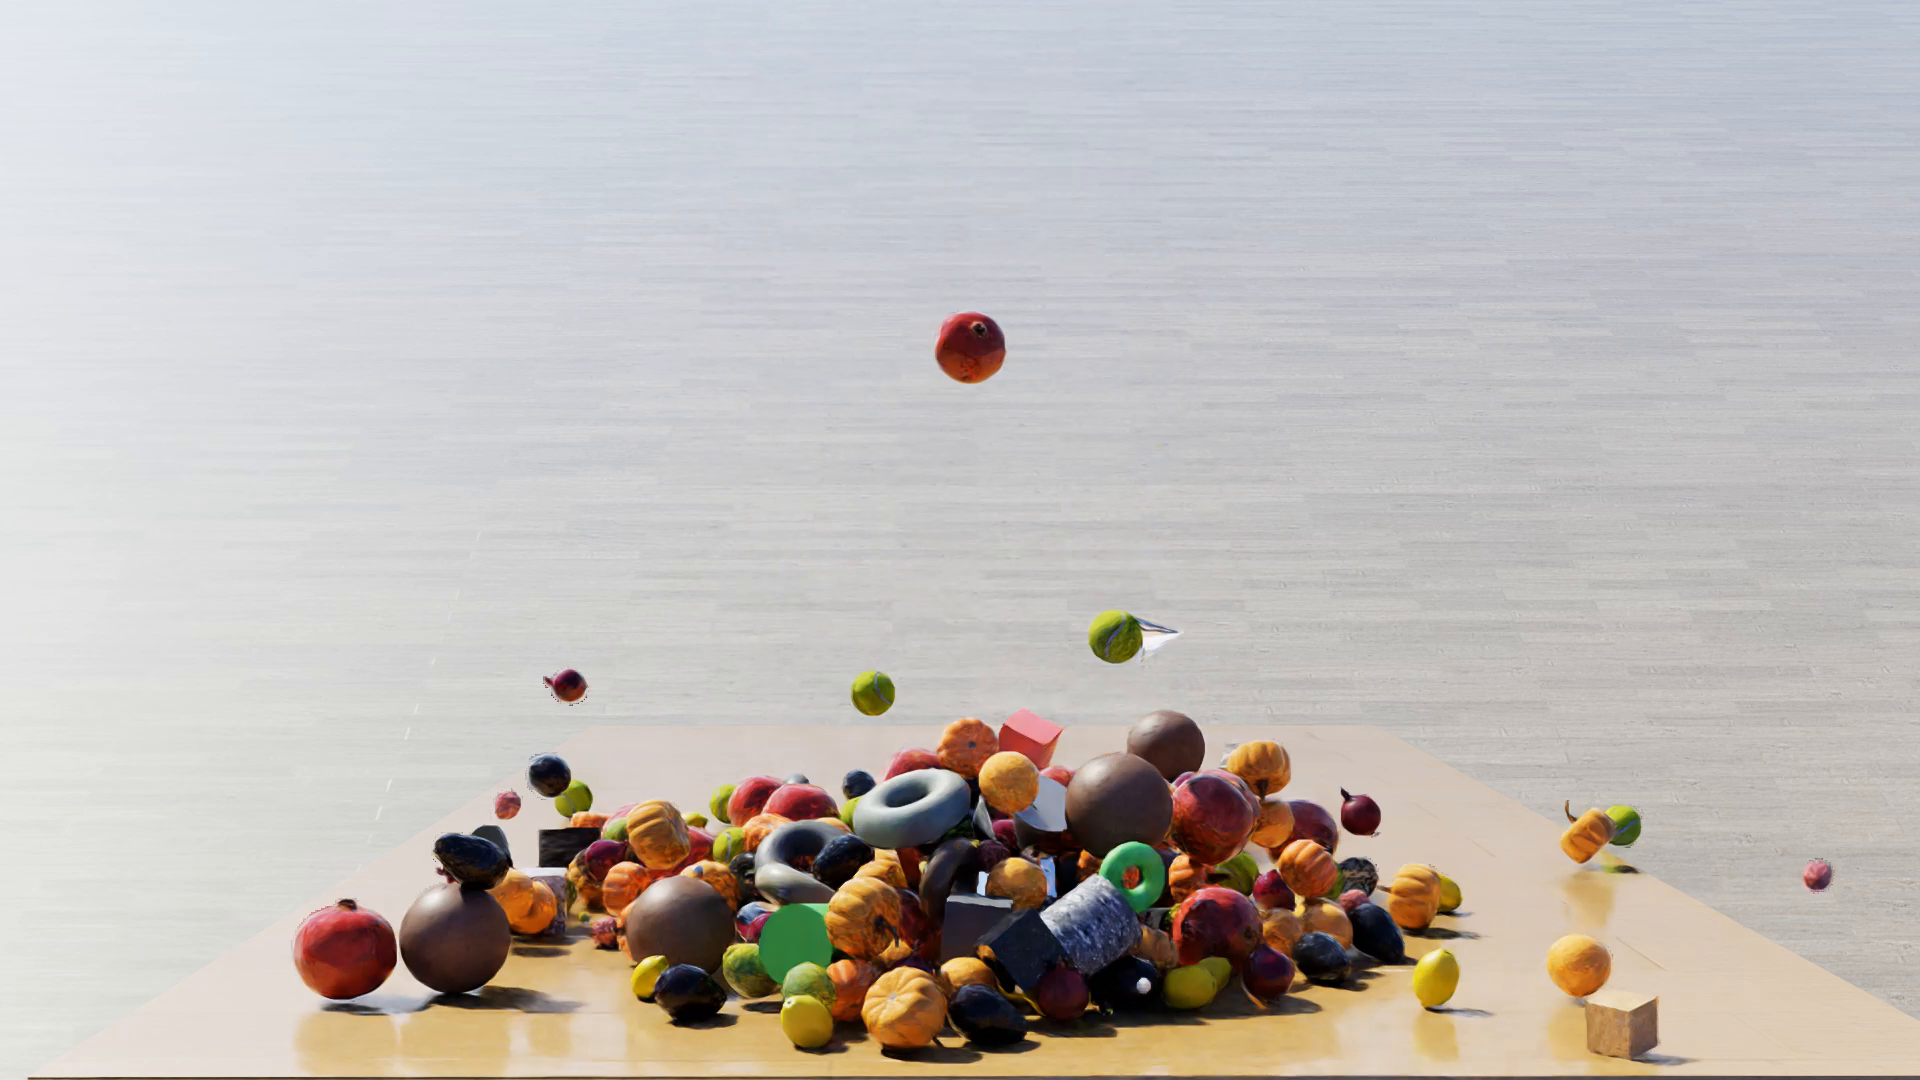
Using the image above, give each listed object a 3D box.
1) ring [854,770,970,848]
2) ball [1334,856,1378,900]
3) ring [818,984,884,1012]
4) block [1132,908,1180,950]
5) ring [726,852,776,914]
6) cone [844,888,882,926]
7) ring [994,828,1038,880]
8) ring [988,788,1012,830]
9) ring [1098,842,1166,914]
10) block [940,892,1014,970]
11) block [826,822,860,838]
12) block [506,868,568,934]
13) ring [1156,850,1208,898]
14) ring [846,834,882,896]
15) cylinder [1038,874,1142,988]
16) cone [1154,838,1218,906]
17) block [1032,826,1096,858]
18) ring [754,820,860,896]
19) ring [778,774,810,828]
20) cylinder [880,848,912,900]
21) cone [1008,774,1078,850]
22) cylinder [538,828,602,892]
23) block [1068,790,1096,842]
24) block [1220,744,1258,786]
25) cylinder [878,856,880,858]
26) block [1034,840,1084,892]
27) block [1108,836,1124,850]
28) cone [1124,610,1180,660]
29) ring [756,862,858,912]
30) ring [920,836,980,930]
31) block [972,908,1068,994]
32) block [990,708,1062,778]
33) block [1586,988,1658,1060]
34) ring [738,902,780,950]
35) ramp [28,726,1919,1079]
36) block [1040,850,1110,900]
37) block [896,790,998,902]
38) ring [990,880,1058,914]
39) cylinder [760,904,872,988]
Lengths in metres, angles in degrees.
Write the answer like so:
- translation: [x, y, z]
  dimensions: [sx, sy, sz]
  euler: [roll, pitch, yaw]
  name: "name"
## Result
- translation: [-0.058, 0.323, 3.103]
  dimensions: [0.147, 0.049, 0.147]
  euler: [-16, 18, 5]
  name: "ring"
- translation: [0.573, 0.489, 3.730]
  dimensions: [0.062, 0.062, 0.062]
  euler: [0, 27, 0]
  name: "ball"
- translation: [-0.124, 0.519, 2.925]
  dimensions: [0.077, 0.026, 0.077]
  euler: [3, -4, 0]
  name: "ring"
- translation: [0.249, 0.497, 3.299]
  dimensions: [0.052, 0.052, 0.052]
  euler: [2, -6, -9]
  name: "block"
- translation: [-0.273, 0.472, 3.484]
  dimensions: [0.109, 0.109, 0.036]
  euler: [22, 28, 36]
  name: "ring"
- translation: [-0.152, 0.472, 3.411]
  dimensions: [0.075, 0.075, 0.075]
  euler: [-17, 55, -29]
  name: "cone"
- translation: [0.079, 0.471, 3.818]
  dimensions: [0.131, 0.044, 0.131]
  euler: [36, 2, -1]
  name: "ring"
- translation: [0.077, 0.442, 4.259]
  dimensions: [0.039, 0.118, 0.118]
  euler: [44, 37, 1]
  name: "ring"
- translation: [0.198, 0.389, 2.972]
  dimensions: [0.083, 0.083, 0.028]
  euler: [-8, -2, -16]
  name: "ring"
- translation: [0.020, 0.452, 2.982]
  dimensions: [0.073, 0.073, 0.073]
  euler: [6, 1, 6]
  name: "block"
- translation: [-0.190, 0.469, 3.791]
  dimensions: [0.099, 0.099, 0.099]
  euler: [0, 1, 10]
  name: "block"
- translation: [-0.570, 0.486, 3.476]
  dimensions: [0.077, 0.077, 0.077]
  euler: [0, 1, -6]
  name: "block"
- translation: [0.260, 0.441, 3.411]
  dimensions: [0.139, 0.046, 0.139]
  euler: [8, -16, 2]
  name: "ring"
- translation: [-0.156, 0.466, 3.640]
  dimensions: [0.100, 0.100, 0.033]
  euler: [-20, 1, -33]
  name: "ring"
- translation: [0.142, 0.443, 2.928]
  dimensions: [0.092, 0.092, 0.092]
  euler: [-34, 39, -20]
  name: "cylinder"
- translation: [0.318, 0.469, 3.667]
  dimensions: [0.095, 0.095, 0.095]
  euler: [-2, -4, 0]
  name: "cone"
- translation: [0.150, 0.448, 3.751]
  dimensions: [0.058, 0.058, 0.058]
  euler: [32, 5, 22]
  name: "block"
- translation: [-0.201, 0.427, 3.401]
  dimensions: [0.141, 0.047, 0.141]
  euler: [2, 41, -2]
  name: "ring"
- translation: [-0.253, 0.415, 3.927]
  dimensions: [0.040, 0.120, 0.120]
  euler: [9, 27, -5]
  name: "ring"
- translation: [-0.059, 0.463, 3.706]
  dimensions: [0.079, 0.079, 0.079]
  euler: [39, 13, -11]
  name: "cylinder"
- translation: [0.089, 0.358, 3.224]
  dimensions: [0.092, 0.092, 0.092]
  euler: [14, 40, -12]
  name: "cone"
- translation: [-0.572, 0.469, 3.783]
  dimensions: [0.090, 0.090, 0.090]
  euler: [-2, -7, 0]
  name: "cylinder"
- translation: [0.187, 0.469, 4.390]
  dimensions: [0.080, 0.080, 0.080]
  euler: [0, 1, -6]
  name: "block"
- translation: [0.519, 0.418, 4.806]
  dimensions: [0.054, 0.054, 0.054]
  euler: [4, 54, 21]
  name: "block"
- translation: [-0.155, 0.490, 3.875]
  dimensions: [0.057, 0.057, 0.057]
  euler: [10, 4, 18]
  name: "cylinder"
- translation: [0.134, 0.429, 3.342]
  dimensions: [0.055, 0.055, 0.055]
  euler: [17, 66, -12]
  name: "block"
- translation: [0.264, 0.482, 3.865]
  dimensions: [0.071, 0.071, 0.071]
  euler: [0, 1, -6]
  name: "block"
- translation: [0.287, 0.139, 3.730]
  dimensions: [0.072, 0.072, 0.072]
  euler: [3, 24, -26]
  name: "cone"
- translation: [-0.190, 0.444, 3.195]
  dimensions: [0.140, 0.140, 0.047]
  euler: [20, 76, 34]
  name: "ring"
- translation: [-0.012, 0.406, 3.055]
  dimensions: [0.038, 0.113, 0.113]
  euler: [12, 30, 25]
  name: "ring"
- translation: [0.066, 0.455, 2.862]
  dimensions: [0.066, 0.066, 0.066]
  euler: [-37, 3, -19]
  name: "block"
- translation: [0.111, 0.347, 4.358]
  dimensions: [0.080, 0.080, 0.080]
  euler: [27, 27, 16]
  name: "block"
- translation: [0.691, 0.505, 2.696]
  dimensions: [0.052, 0.052, 0.052]
  euler: [-11, 11, -41]
  name: "block"
- translation: [-0.212, 0.490, 3.192]
  dimensions: [0.137, 0.046, 0.137]
  euler: [24, 1, 0]
  name: "ring"
- translation: [0.062, 0.556, 4.593]
  dimensions: [2.000, 0.100, 4.000]
  euler: [0, 1, 0]
  name: "ramp"
- translation: [0.149, 0.430, 3.236]
  dimensions: [0.072, 0.072, 0.072]
  euler: [-2, -13, -16]
  name: "block"
- translation: [-0.016, 0.375, 3.161]
  dimensions: [0.092, 0.092, 0.092]
  euler: [-5, 34, 17]
  name: "block"
- translation: [0.086, 0.443, 3.133]
  dimensions: [0.109, 0.036, 0.109]
  euler: [23, -4, 2]
  name: "ring"
- translation: [-0.164, 0.462, 2.943]
  dimensions: [0.095, 0.095, 0.095]
  euler: [15, 0, 26]
  name: "cylinder"
